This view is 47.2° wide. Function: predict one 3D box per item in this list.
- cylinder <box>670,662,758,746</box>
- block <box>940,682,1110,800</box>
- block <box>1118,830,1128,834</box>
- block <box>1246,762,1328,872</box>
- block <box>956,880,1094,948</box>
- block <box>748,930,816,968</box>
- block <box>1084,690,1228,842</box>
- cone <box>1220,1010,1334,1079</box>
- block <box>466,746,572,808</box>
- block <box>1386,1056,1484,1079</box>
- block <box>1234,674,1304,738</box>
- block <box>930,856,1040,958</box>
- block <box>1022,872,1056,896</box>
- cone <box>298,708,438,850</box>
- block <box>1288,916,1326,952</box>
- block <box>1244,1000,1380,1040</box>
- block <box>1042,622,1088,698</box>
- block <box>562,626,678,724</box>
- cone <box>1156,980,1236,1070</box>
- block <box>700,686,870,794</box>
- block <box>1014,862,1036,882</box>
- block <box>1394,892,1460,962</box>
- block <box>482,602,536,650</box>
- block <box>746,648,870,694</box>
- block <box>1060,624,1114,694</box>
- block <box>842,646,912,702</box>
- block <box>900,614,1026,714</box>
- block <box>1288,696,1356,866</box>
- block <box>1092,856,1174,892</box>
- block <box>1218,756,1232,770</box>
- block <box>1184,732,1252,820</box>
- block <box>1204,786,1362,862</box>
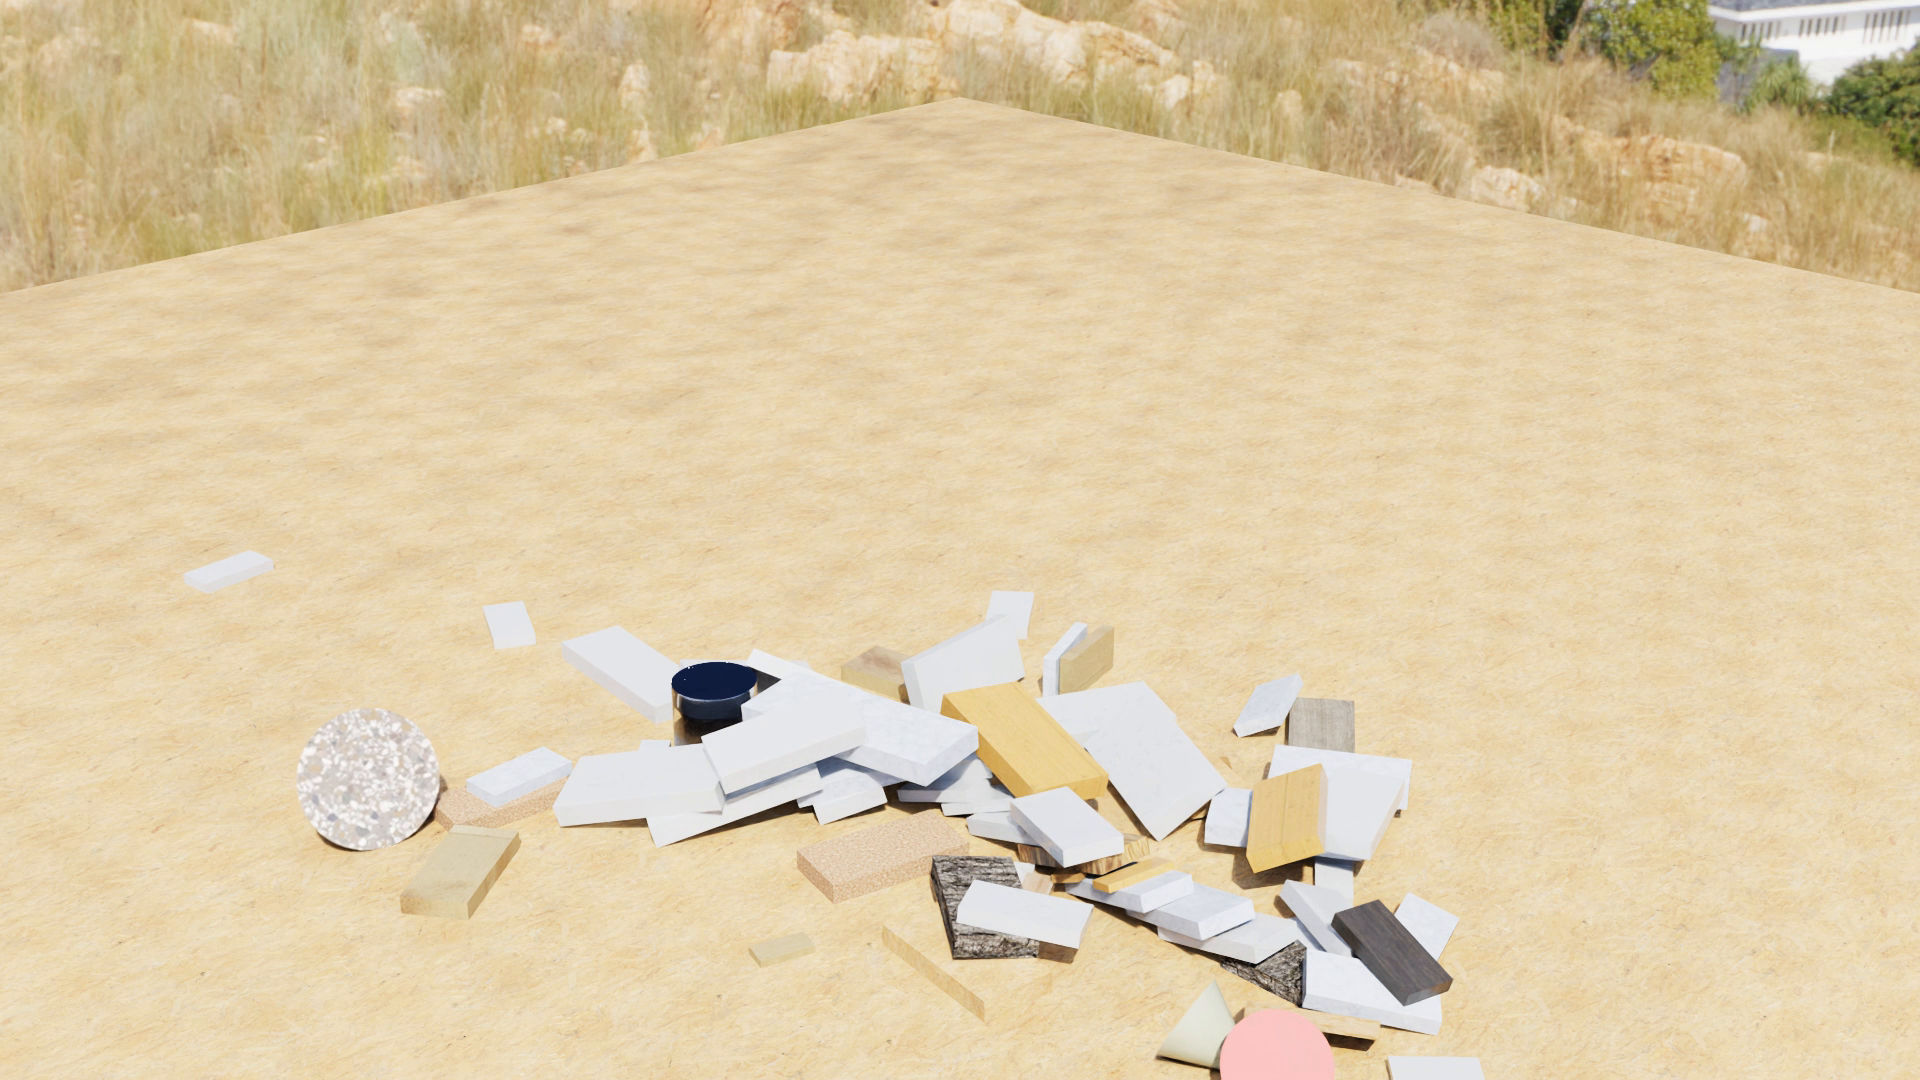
[{"bbox_3d":[-0.515,0.377,4.641,0.180,0.180,0.180,0,23,0],"label":"cylinder"},{"bbox_3d":[0.127,0.412,4.442,0.179,0.051,0.357,-8,32,-30],"label":"block"},{"bbox_3d":[0.283,0.590,4.353,0.093,0.013,0.046,3,23,8],"label":"block"},{"bbox_3d":[0.626,0.527,4.189,0.139,0.039,0.278,-20,18,18],"label":"block"},{"bbox_3d":[0.117,0.668,3.932,0.223,0.032,0.112,10,19,13],"label":"block"},{"bbox_3d":[-0.322,0.743,3.990,0.108,0.015,0.054,-12,26,-26],"label":"block"},{"bbox_3d":[0.395,0.457,4.495,0.179,0.051,0.357,-40,28,1],"label":"block"},{"bbox_3d":[0.536,0.858,3.634,0.185,0.185,0.185,7,-3,16],"label":"cone"},{"bbox_3d":[-0.899,0.483,4.491,0.097,0.027,0.194,20,30,39],"label":"block"},{"bbox_3d":[0.789,0.887,3.646,0.150,0.020,0.071,1,23,2],"label":"block"},{"bbox_3d":[0.676,0.361,4.815,0.104,0.029,0.207,-21,12,29],"label":"block"},{"bbox_3d":[0.043,0.668,4.025,0.152,0.043,0.303,2,19,-10],"label":"block"},{"bbox_3d":[0.129,0.683,4.101,0.058,0.016,0.172,7,32,16],"label":"block"},{"bbox_3d":[-1.229,0.486,4.455,0.278,0.278,0.278,-13,0,-29],"label":"cone"},{"bbox_3d":[0.650,0.731,4.011,0.071,0.020,0.142,-10,25,-21],"label":"block"},{"bbox_3d":[0.595,0.812,3.720,0.223,0.032,0.112,7,-11,10],"label":"block"},{"bbox_3d":[0.239,0.275,4.981,0.029,0.103,0.206,9,25,21],"label":"block"},{"bbox_3d":[-0.736,0.302,4.994,0.150,0.042,0.417,-17,28,-35],"label":"block"},{"bbox_3d":[0.440,0.848,3.671,0.160,0.160,0.160,38,36,15],"label":"cone"},{"bbox_3d":[-0.346,0.394,4.348,0.300,0.042,0.150,-19,33,-13],"label":"block"},{"bbox_3d":[0.107,0.653,4.201,0.058,0.016,0.115,4,23,9],"label":"block"},{"bbox_3d":[0.829,0.713,3.978,0.104,0.029,0.207,26,24,17],"label":"block"},{"bbox_3d":[-1.077,0.202,5.249,0.097,0.027,0.193,-8,24,-17],"label":"block"},{"bbox_3d":[-0.308,0.333,4.714,0.296,0.148,0.042,20,65,17],"label":"block"},{"bbox_3d":[0.288,0.277,4.975,0.029,0.103,0.206,13,26,28],"label":"block"},{"bbox_3d":[-0.122,0.312,4.978,0.266,0.038,0.133,15,27,32],"label":"block"},{"bbox_3d":[0.010,0.288,4.886,0.042,0.148,0.330,-2,16,44],"label":"block"},{"bbox_3d":[0.748,0.489,4.558,0.139,0.039,0.633,4,23,8],"label":"block"},{"bbox_3d":[0.321,0.620,4.075,0.146,0.015,0.054,-15,9,-28],"label":"block"},{"bbox_3d":[0.545,0.482,4.608,0.046,0.013,0.093,-1,23,-3],"label":"block"},{"bbox_3d":[0.480,0.483,4.541,0.133,0.038,0.266,-9,26,-20],"label":"block"},{"bbox_3d":[0.640,0.553,4.301,0.303,0.043,0.152,5,24,12],"label":"block"}]
